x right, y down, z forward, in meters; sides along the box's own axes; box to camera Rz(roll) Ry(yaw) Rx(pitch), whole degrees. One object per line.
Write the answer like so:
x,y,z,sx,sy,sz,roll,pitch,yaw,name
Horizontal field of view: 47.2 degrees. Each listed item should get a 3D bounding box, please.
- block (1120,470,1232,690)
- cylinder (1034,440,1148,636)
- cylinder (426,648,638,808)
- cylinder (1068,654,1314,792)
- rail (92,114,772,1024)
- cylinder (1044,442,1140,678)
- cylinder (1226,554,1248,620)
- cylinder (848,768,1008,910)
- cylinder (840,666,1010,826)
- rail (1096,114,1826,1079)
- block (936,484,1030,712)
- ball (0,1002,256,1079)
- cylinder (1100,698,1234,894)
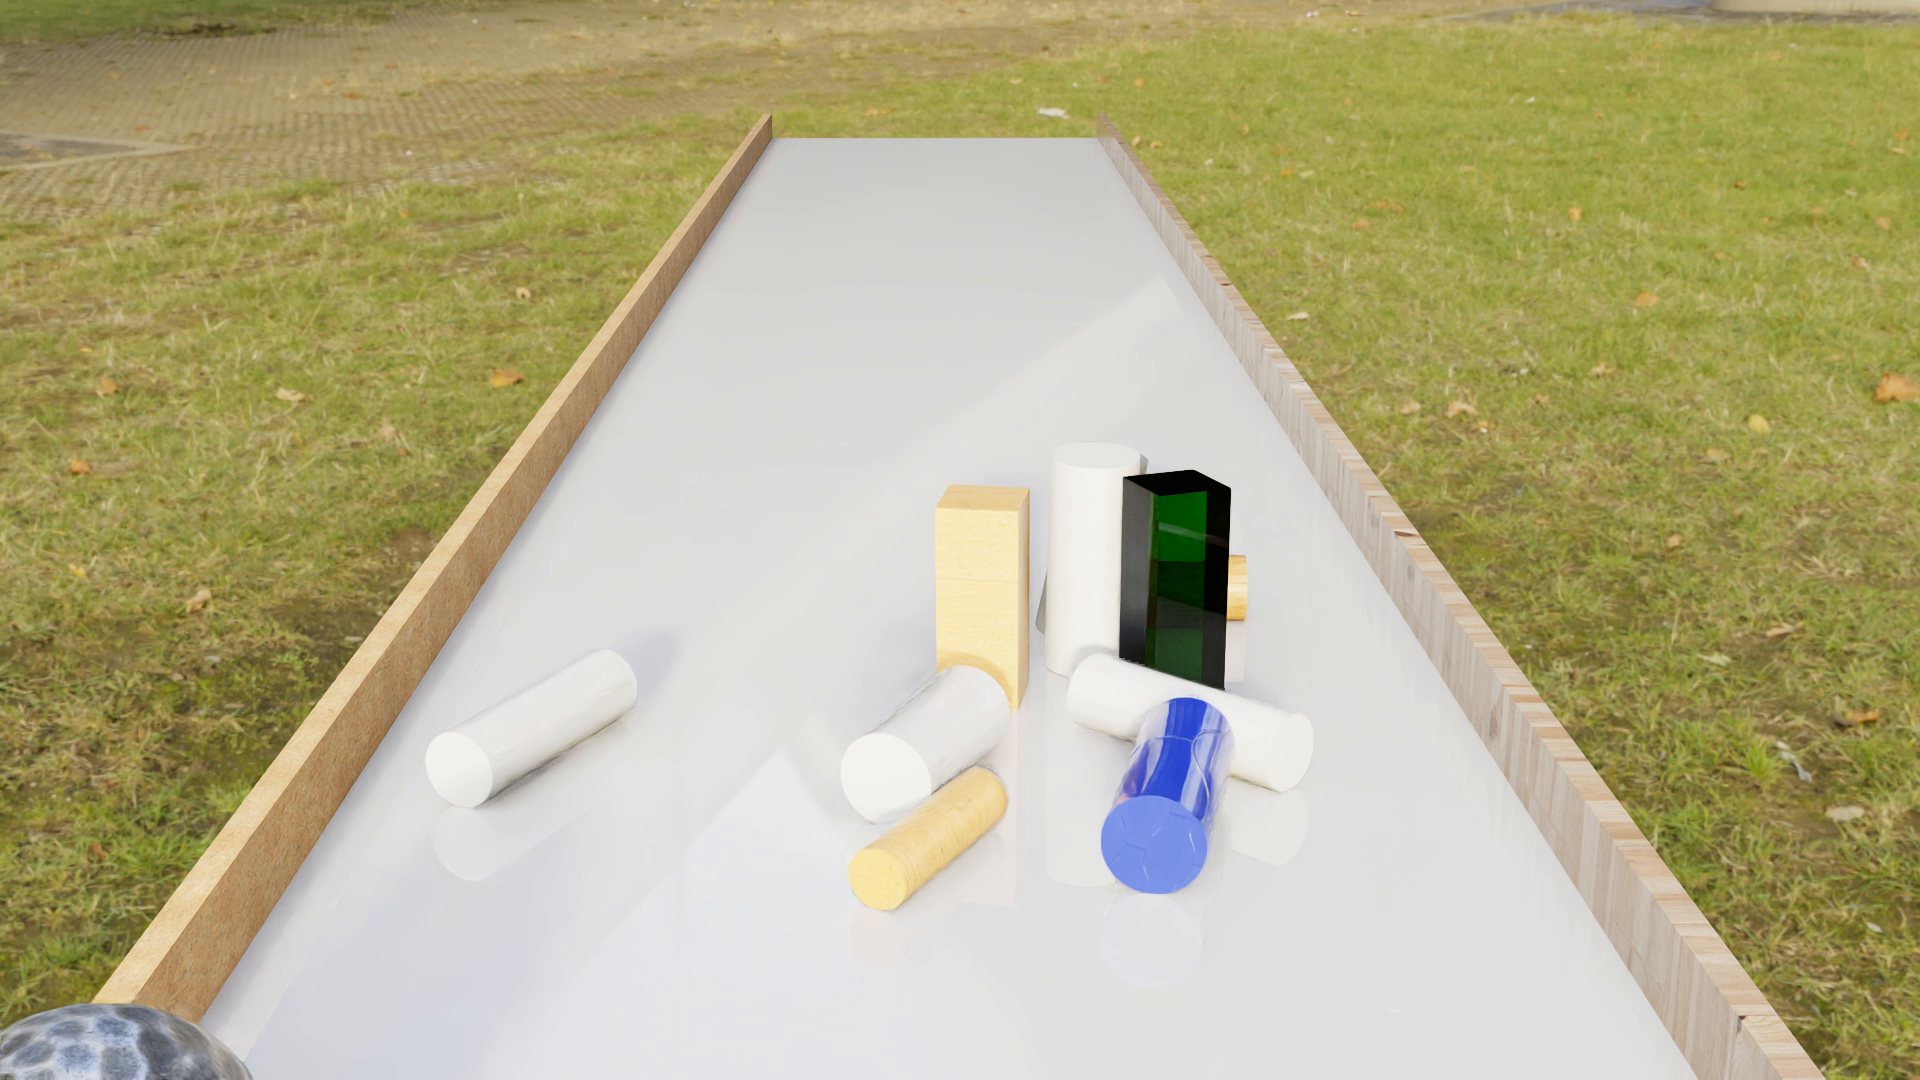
0.399,0.104,4.106,0.147,0.439,0.147,-7,18,-21,block
0.267,0.008,4.477,0.150,0.390,0.150,11,19,-4,cylinder
-0.750,0.326,3.892,0.135,0.135,0.456,7,18,23,cylinder
0.404,0.320,3.909,0.447,0.137,0.137,15,22,42,cylinder
-1.118,-0.838,7.780,0.050,0.150,12.000,0,17,-1,rail
0.258,0.040,4.316,0.174,0.433,0.174,1,20,0,cylinder
0.418,0.099,4.654,0.366,0.138,0.138,1,17,3,cylinder
-0.046,0.468,3.478,0.100,0.100,0.356,8,18,26,cylinder
-0.054,0.348,3.768,0.164,0.164,0.354,7,18,22,cylinder
0.932,-0.844,7.801,0.050,0.150,12.000,0,17,-1,rail
0.044,0.109,4.159,0.154,0.396,0.154,3,19,9,block
-0.841,0.630,2.129,0.358,0.358,0.358,0,17,0,ball
0.342,0.407,3.570,0.165,0.165,0.432,4,17,12,cylinder
